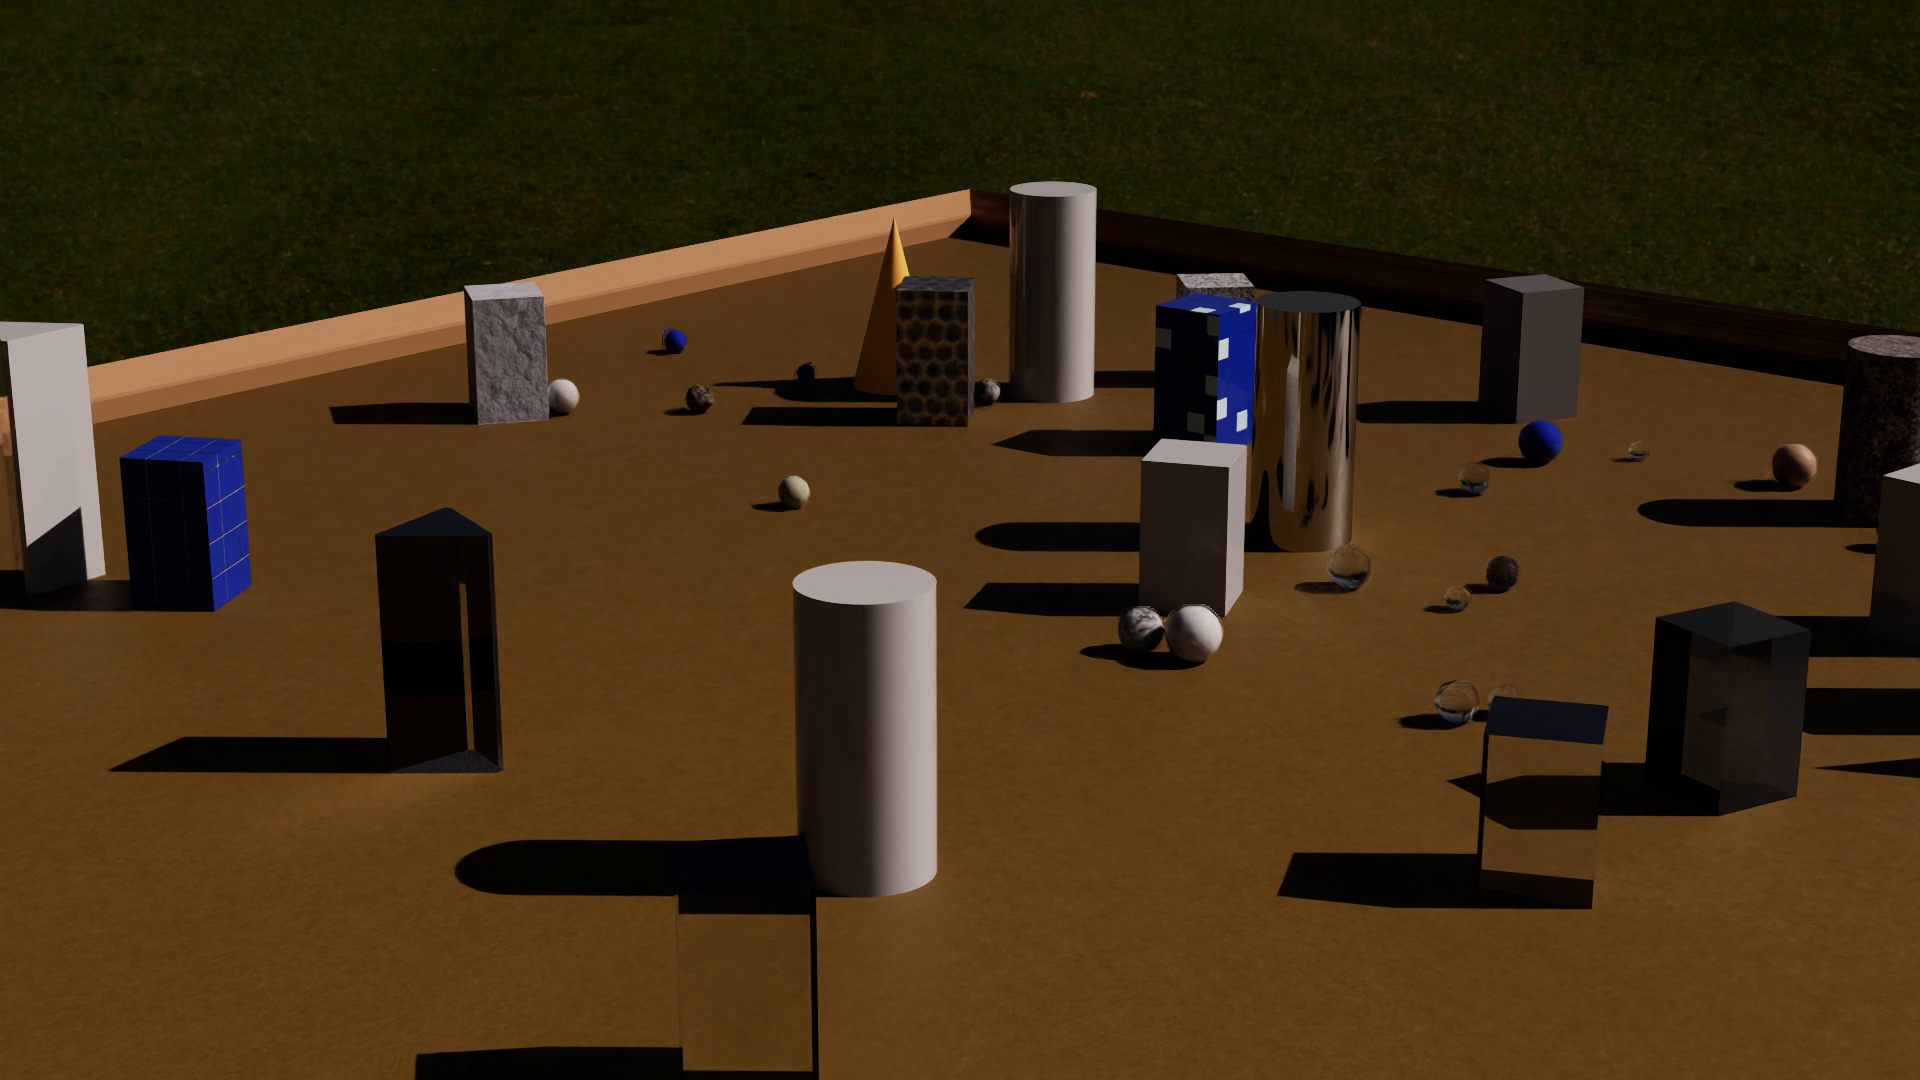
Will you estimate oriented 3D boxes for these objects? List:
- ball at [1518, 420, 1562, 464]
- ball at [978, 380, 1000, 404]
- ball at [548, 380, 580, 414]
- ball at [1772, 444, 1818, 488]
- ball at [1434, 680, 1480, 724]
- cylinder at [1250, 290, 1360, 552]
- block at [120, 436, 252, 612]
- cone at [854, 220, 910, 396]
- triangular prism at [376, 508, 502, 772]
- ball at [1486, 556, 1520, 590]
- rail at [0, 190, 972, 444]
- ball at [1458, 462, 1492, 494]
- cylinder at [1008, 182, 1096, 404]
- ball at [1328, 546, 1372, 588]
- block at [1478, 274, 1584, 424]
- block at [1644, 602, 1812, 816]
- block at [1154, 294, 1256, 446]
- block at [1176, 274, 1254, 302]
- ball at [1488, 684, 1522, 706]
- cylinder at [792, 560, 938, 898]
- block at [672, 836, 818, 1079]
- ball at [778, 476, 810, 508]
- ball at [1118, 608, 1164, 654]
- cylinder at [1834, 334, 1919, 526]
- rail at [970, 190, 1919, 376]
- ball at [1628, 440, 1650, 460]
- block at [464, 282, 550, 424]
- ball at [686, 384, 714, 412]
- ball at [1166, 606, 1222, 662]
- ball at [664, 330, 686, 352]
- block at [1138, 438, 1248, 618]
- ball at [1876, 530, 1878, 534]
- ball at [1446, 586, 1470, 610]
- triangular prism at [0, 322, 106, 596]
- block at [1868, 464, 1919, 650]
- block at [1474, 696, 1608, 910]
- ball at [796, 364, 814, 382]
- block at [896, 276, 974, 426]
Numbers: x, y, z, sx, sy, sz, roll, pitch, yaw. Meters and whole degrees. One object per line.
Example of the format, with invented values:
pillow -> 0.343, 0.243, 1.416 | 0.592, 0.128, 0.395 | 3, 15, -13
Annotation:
ball -> 1.177, -0.199, 5.945 | 0.089, 0.089, 0.089 | 0, 17, 0
ball -> 0.063, -0.324, 6.424 | 0.050, 0.050, 0.050 | 0, 17, 0
ball -> -0.860, -0.310, 6.338 | 0.074, 0.074, 0.074 | 0, 17, 0
ball -> 1.643, -0.147, 5.776 | 0.087, 0.087, 0.087 | 0, 17, 0
ball -> 0.763, 0.248, 4.500 | 0.068, 0.068, 0.068 | 0, 17, 0
cylinder -> 0.633, -0.218, 5.389 | 0.190, 0.447, 0.190 | 0, 17, 0
block -> -1.339, -0.030, 5.079 | 0.152, 0.266, 0.152 | 3, 17, 11
cone -> -0.146, -0.533, 6.538 | 0.190, 0.384, 0.190 | 0, 17, 0
triangular prism -> -0.757, 0.147, 4.325 | 0.164, 0.364, 0.142 | 0, 17, -1
ball -> 0.952, 0.058, 5.145 | 0.059, 0.059, 0.059 | 0, 17, 0
rail -> -1.617, -0.375, 6.465 | 0.045, 0.123, 5.069 | 14, 22, 39
ball -> 1.007, -0.122, 5.734 | 0.063, 0.063, 0.063 | 0, 17, 0
cylinder -> 0.203, -0.547, 6.458 | 0.190, 0.457, 0.190 | 0, 17, 0
ball -> 0.685, 0.049, 5.151 | 0.074, 0.074, 0.074 | 0, 17, 0
block -> 1.228, -0.412, 6.312 | 0.152, 0.285, 0.152 | -7, 18, -21
block -> 1.100, 0.240, 4.208 | 0.152, 0.253, 0.152 | -9, 19, -28
block -> 0.507, -0.343, 6.061 | 0.152, 0.297, 0.152 | 12, 21, 34
block -> 0.573, -0.473, 6.609 | 0.152, 0.229, 0.152 | -1, 17, -4
ball -> 0.842, 0.248, 4.529 | 0.052, 0.052, 0.052 | 0, 17, 0
cylinder -> -0.125, 0.250, 3.907 | 0.190, 0.407, 0.190 | 0, 17, 0
block -> -0.244, 0.494, 3.335 | 0.152, 0.271, 0.152 | -2, 17, -7
ball -> -0.319, -0.093, 5.640 | 0.061, 0.061, 0.061 | 0, 17, 0
ball -> 0.297, 0.148, 4.817 | 0.076, 0.076, 0.076 | 0, 17, 0
cylinder -> 1.768, -0.208, 5.559 | 0.190, 0.328, 0.190 | 0, 17, 0
rail -> 1.646, -0.518, 6.936 | 4.331, 0.123, 0.045 | 14, 22, 39
ball -> 1.383, -0.182, 5.973 | 0.040, 0.040, 0.040 | 0, 17, 0
block -> -0.975, -0.403, 6.304 | 0.152, 0.271, 0.152 | -5, 17, -15
ball -> -0.564, -0.306, 6.345 | 0.061, 0.061, 0.061 | 0, 17, 0
ball -> 0.381, 0.153, 4.772 | 0.093, 0.093, 0.093 | 0, 17, 0
ball -> -0.669, -0.467, 6.891 | 0.054, 0.054, 0.054 | 0, 17, 0
block -> 0.402, -0.023, 5.055 | 0.152, 0.265, 0.152 | 5, 18, 16
ball -> 1.715, -0.015, 5.373 | 0.067, 0.067, 0.067 | 0, 17, 0
ball -> 0.855, 0.099, 5.036 | 0.044, 0.044, 0.044 | 0, 17, 0
triangular prism -> -1.633, -0.151, 5.151 | 0.142, 0.456, 0.164 | 12, 21, 35
block -> 1.627, 0.029, 4.863 | 0.152, 0.278, 0.152 | -14, 22, -40
block -> 0.773, 0.347, 3.895 | 0.152, 0.230, 0.152 | 4, 17, 14
ball -> -0.348, -0.377, 6.617 | 0.041, 0.041, 0.041 | 0, 17, 0
block -> -0.051, -0.404, 6.272 | 0.152, 0.292, 0.152 | 2, 17, 5
